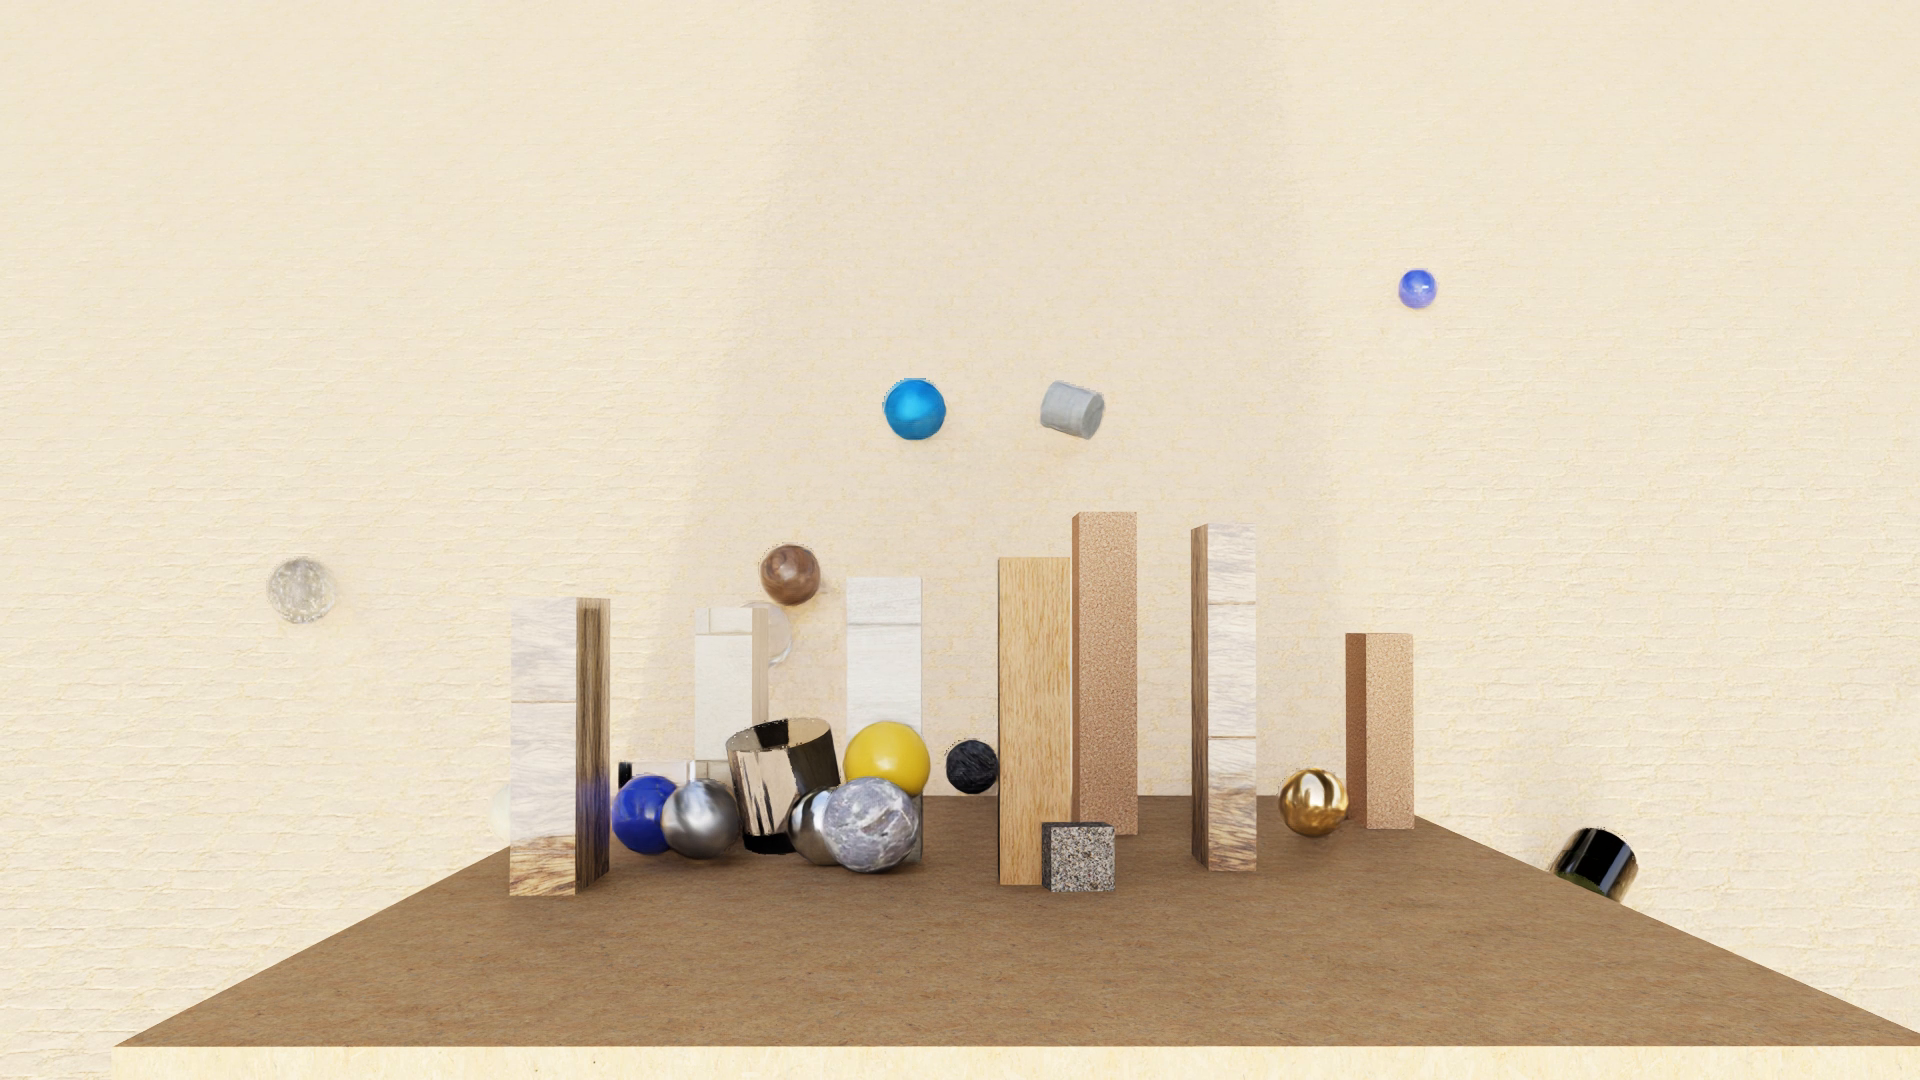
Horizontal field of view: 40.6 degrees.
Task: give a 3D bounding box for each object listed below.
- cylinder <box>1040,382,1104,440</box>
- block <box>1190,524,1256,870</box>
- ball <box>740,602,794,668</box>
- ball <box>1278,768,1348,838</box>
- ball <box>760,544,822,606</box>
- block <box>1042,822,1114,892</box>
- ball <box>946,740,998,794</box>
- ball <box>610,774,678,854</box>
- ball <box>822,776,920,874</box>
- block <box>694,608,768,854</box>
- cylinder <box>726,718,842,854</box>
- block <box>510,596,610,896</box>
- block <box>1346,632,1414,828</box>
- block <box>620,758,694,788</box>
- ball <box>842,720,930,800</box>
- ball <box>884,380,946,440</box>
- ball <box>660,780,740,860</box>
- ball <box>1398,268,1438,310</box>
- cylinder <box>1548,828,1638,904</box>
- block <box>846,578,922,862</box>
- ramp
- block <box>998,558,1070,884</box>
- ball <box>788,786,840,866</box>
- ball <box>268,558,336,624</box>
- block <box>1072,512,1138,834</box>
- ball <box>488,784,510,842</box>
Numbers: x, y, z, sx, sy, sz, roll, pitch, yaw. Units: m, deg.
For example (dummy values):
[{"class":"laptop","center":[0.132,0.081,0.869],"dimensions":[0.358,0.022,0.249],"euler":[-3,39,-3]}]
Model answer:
[{"class":"cylinder","center":[0.362,-0.418,8.402],"dimensions":[0.153,0.153,0.153],"euler":[19,39,25]},{"class":"block","center":[0.503,0.294,4.973],"dimensions":[0.088,0.641,0.353],"euler":[0,-2,0]},{"class":"ball","center":[-0.570,0.270,7.371],"dimensions":[0.194,0.194,0.194],"euler":[0,35,0]},{"class":"ball","center":[0.749,0.557,5.506],"dimensions":[0.148,0.148,0.148],"euler":[0,35,0]},{"class":"ball","center":[-0.498,0.103,7.625],"dimensions":[0.181,0.181,0.181],"euler":[0,35,0]},{"class":"block","center":[0.203,0.546,4.484],"dimensions":[0.109,0.109,0.109],"euler":[0,-2,-7]},{"class":"ball","center":[0.032,0.601,6.871],"dimensions":[0.143,0.143,0.143],"euler":[0,35,0]},{"class":"ball","center":[-0.610,0.541,5.114],"dimensions":[0.157,0.157,0.157],"euler":[0,35,0]},{"class":"ball","center":[-0.163,0.520,4.746],"dimensions":[0.176,0.176,0.176],"euler":[0,35,0]},{"class":"block","center":[-0.466,0.383,5.342],"dimensions":[0.112,0.486,0.445],"euler":[0,-2,0]},{"class":"cylinder","center":[-0.335,0.476,5.044],"dimensions":[0.207,0.207,0.207],"euler":[-9,13,2]},{"class":"block","center":[-0.702,0.353,4.587],"dimensions":[0.110,0.502,0.430],"euler":[0,-2,0]},{"class":"block","center":[0.951,0.427,5.897],"dimensions":[0.104,0.431,0.312],"euler":[0,-2,0]},{"class":"block","center":[-0.658,0.562,5.739],"dimensions":[0.152,0.152,0.152],"euler":[0,-2,9]},{"class":"ball","center":[-0.138,0.422,4.883],"dimensions":[0.164,0.164,0.164],"euler":[0,35,0]},{"class":"ball","center":[-0.144,-0.418,8.362],"dimensions":[0.197,0.197,0.197],"euler":[0,35,0]},{"class":"ball","center":[-0.500,0.540,5.001],"dimensions":[0.153,0.153,0.153],"euler":[0,35,0]},{"class":"ball","center":[1.599,-0.877,9.074],"dimensions":[0.140,0.140,0.140],"euler":[0,35,0]},{"class":"cylinder","center":[1.577,0.858,6.525],"dimensions":[0.193,0.193,0.193],"euler":[19,39,25]},{"class":"block","center":[-0.146,0.348,5.115],"dimensions":[0.142,0.544,0.294],"euler":[0,-2,0]},{"class":"ramp","center":[0.077,0.661,4.823],"dimensions":[2.000,0.100,4.000],"euler":[0,-2,0]},{"class":"block","center":[0.131,0.320,4.672],"dimensions":[0.124,0.573,0.254],"euler":[0,-2,0]},{"class":"ball","center":[-0.250,0.538,4.895],"dimensions":[0.149,0.149,0.149],"euler":[0,35,0]},{"class":"ball","center":[-1.912,0.150,7.546],"dimensions":[0.193,0.193,0.193],"euler":[0,35,0]},{"class":"block","center":[0.320,0.292,5.783],"dimensions":[0.124,0.695,0.372],"euler":[0,-2,0]},{"class":"ball","center":[-0.908,0.563,5.359],"dimensions":[0.129,0.129,0.129],"euler":[0,35,0]}]
